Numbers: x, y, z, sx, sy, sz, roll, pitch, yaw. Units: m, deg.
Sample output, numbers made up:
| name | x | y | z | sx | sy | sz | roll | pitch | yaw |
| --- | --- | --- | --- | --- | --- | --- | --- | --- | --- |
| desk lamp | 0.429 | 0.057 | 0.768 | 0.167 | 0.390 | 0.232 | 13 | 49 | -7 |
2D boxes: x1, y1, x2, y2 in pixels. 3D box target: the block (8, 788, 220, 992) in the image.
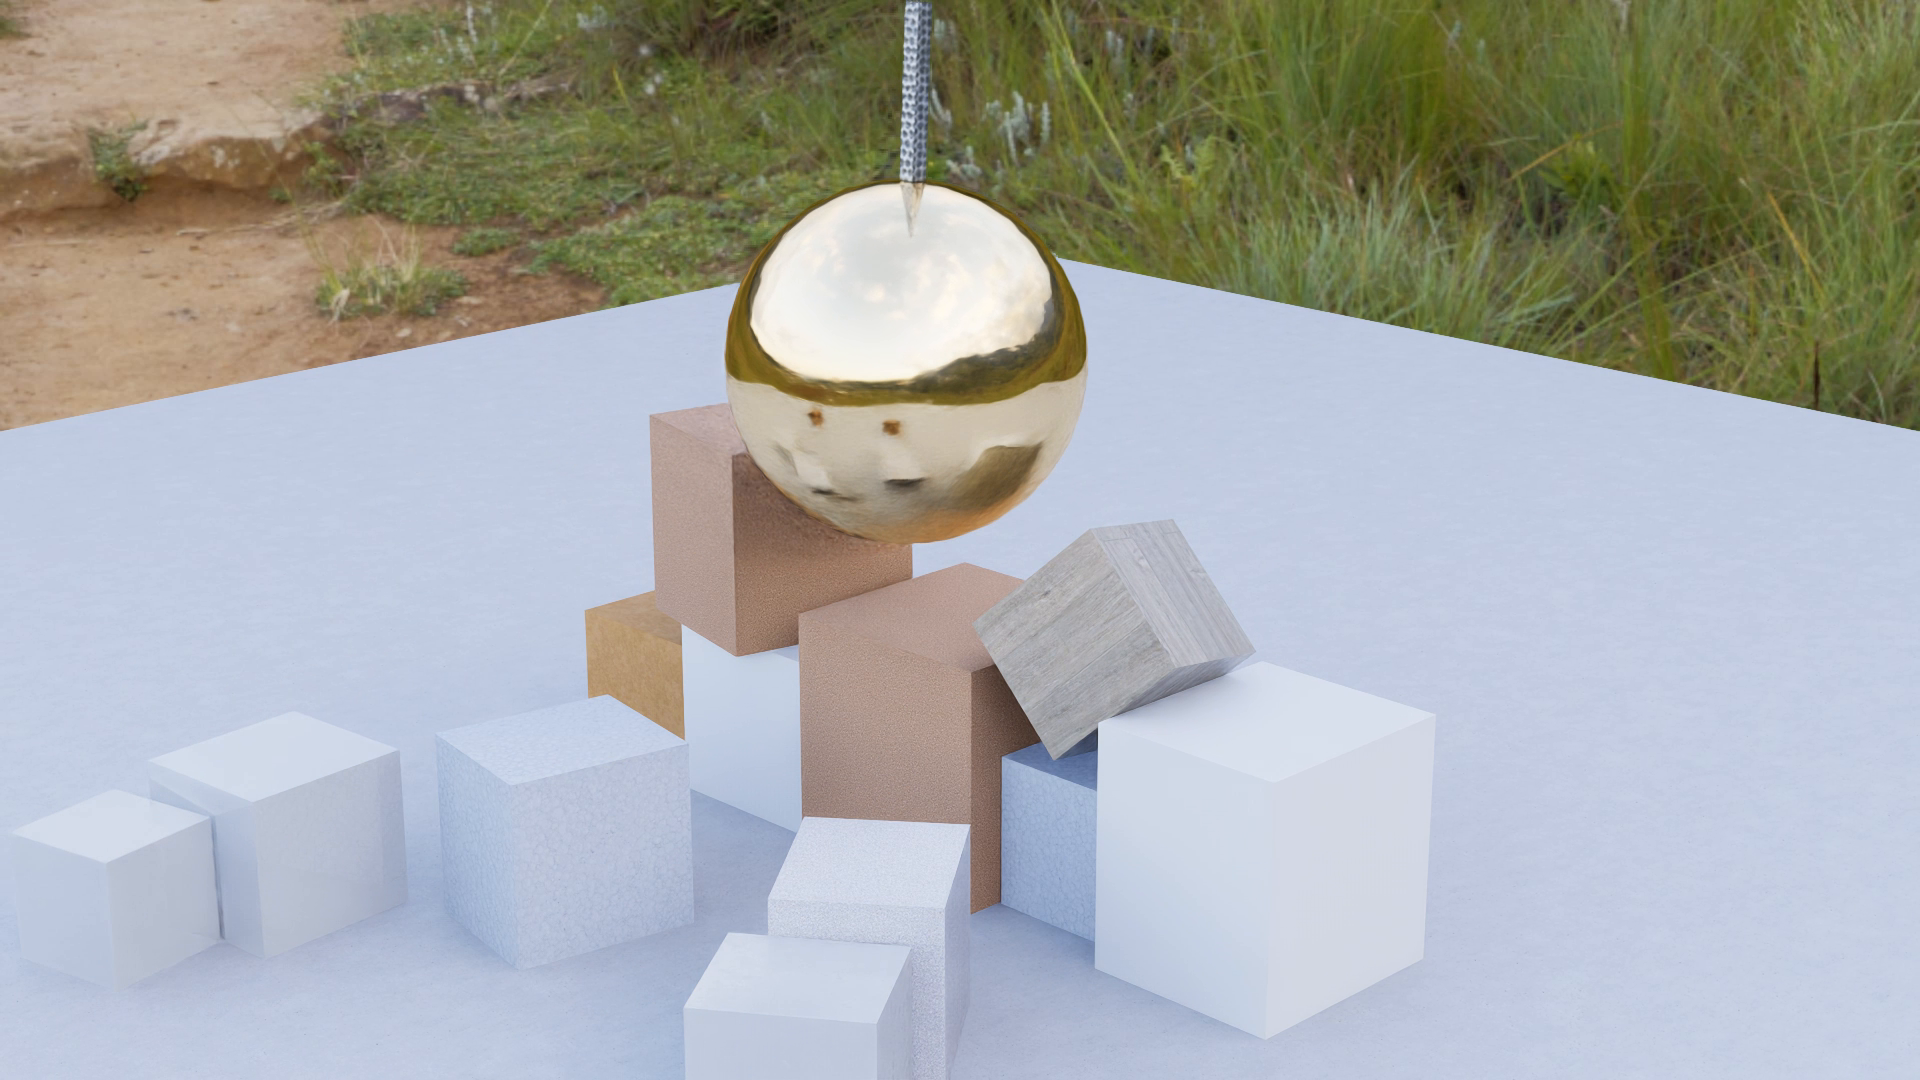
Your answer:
| name | x | y | z | sx | sy | sz | roll | pitch | yaw |
| --- | --- | --- | --- | --- | --- | --- | --- | --- | --- |
| block | -3.631 | 1.495 | 12.611 | 0.599 | 0.585 | 0.579 | 11 | 21 | 31 |

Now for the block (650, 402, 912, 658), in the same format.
| name | x | y | z | sx | sy | sz | roll | pitch | yaw |
| --- | --- | --- | --- | --- | --- | --- | --- | --- | --- |
| block | -0.860 | -0.104 | 14.139 | 0.965 | 0.981 | 0.844 | -11 | 20 | -30 |

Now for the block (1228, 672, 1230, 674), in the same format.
| name | x | y | z | sx | sy | sz | roll | pitch | yaw |
| --- | --- | --- | --- | --- | --- | --- | --- | --- | --- |
| block | 1.324 | 1.019 | 14.060 | 0.506 | 0.625 | 0.542 | 4 | 18 | 12 |

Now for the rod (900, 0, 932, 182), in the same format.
| name | x | y | z | sx | sy | sz | roll | pitch | yaw |
| --- | --- | --- | --- | --- | --- | --- | --- | --- | --- |
| rod | -0.102 | -4.058 | 11.959 | 0.080 | 5.200 | 0.080 | 17 | 21 | 42 |

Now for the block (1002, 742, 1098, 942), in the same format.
| name | x | y | z | sx | sy | sz | roll | pitch | yaw |
| --- | --- | --- | --- | --- | --- | --- | --- | --- | --- |
| block | 0.699 | 1.294 | 13.046 | 0.722 | 0.708 | 0.731 | -17 | 24 | -42 |

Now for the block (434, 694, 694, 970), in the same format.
| name | x | y | z | sx | sy | sz | roll | pitch | yaw |
| --- | --- | --- | --- | --- | --- | --- | --- | --- | --- |
| block | -1.736 | 1.268 | 12.893 | 0.853 | 0.850 | 0.738 | -12 | 21 | -33 |

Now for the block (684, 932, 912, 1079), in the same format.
| name | x | y | z | sx | sy | sz | roll | pitch | yaw |
| --- | --- | --- | --- | --- | --- | --- | --- | --- | --- |
| block | -0.600 | 1.943 | 11.091 | 0.724 | 0.642 | 0.656 | 3 | 18 | 10 |

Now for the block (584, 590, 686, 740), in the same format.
| name | x | y | z | sx | sy | sz | roll | pitch | yaw |
| --- | --- | --- | --- | --- | --- | --- | --- | --- | --- |
| block | -1.322 | 0.694 | 14.952 | 0.821 | 0.711 | 0.815 | -17 | 24 | -42 |

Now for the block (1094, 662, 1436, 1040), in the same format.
| name | x | y | z | sx | sy | sz | roll | pitch | yaw |
| --- | --- | --- | --- | --- | --- | --- | --- | --- | --- |
| block | 1.284 | 1.280 | 12.401 | 0.937 | 1.122 | 1.068 | 17 | 24 | 42 |

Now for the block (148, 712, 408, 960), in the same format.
| name | x | y | z | sx | sy | sz | roll | pitch | yaw |
| --- | --- | --- | --- | --- | --- | --- | --- | --- | --- |
| block | -3.019 | 1.293 | 13.014 | 0.747 | 0.729 | 0.793 | 14 | 22 | 38 |

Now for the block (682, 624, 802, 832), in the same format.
| name | x | y | z | sx | sy | sz | roll | pitch | yaw |
| --- | --- | --- | --- | --- | --- | --- | --- | --- | --- |
| block | -0.708 | 0.807 | 14.325 | 0.889 | 0.870 | 0.928 | -17 | 24 | -42 |

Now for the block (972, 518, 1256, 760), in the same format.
| name | x | y | z | sx | sy | sz | roll | pitch | yaw |
| --- | --- | --- | --- | --- | --- | --- | --- | --- | --- |
| block | 0.665 | 0.421 | 12.617 | 0.728 | 0.695 | 0.722 | -40 | -17 | 29 |

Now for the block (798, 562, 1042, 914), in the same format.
| name | x | y | z | sx | sy | sz | roll | pitch | yaw |
| --- | --- | --- | --- | --- | --- | --- | --- | --- | --- |
| block | 0.036 | 0.886 | 13.614 | 1.111 | 1.145 | 1.090 | 16 | 24 | 42 |

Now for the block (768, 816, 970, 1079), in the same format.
| name | x | y | z | sx | sy | sz | roll | pitch | yaw |
| --- | --- | --- | --- | --- | --- | --- | --- | --- | --- |
| block | -0.349 | 1.652 | 11.765 | 0.689 | 0.793 | 0.818 | 2 | 18 | 7 |

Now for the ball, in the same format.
| name | x | y | z | sx | sy | sz | roll | pitch | yaw |
| --- | --- | --- | --- | --- | --- | --- | --- | --- | --- |
| ball | -0.235 | -0.779 | 12.850 | 1.600 | 1.600 | 1.600 | 0 | 17 | 0 |
